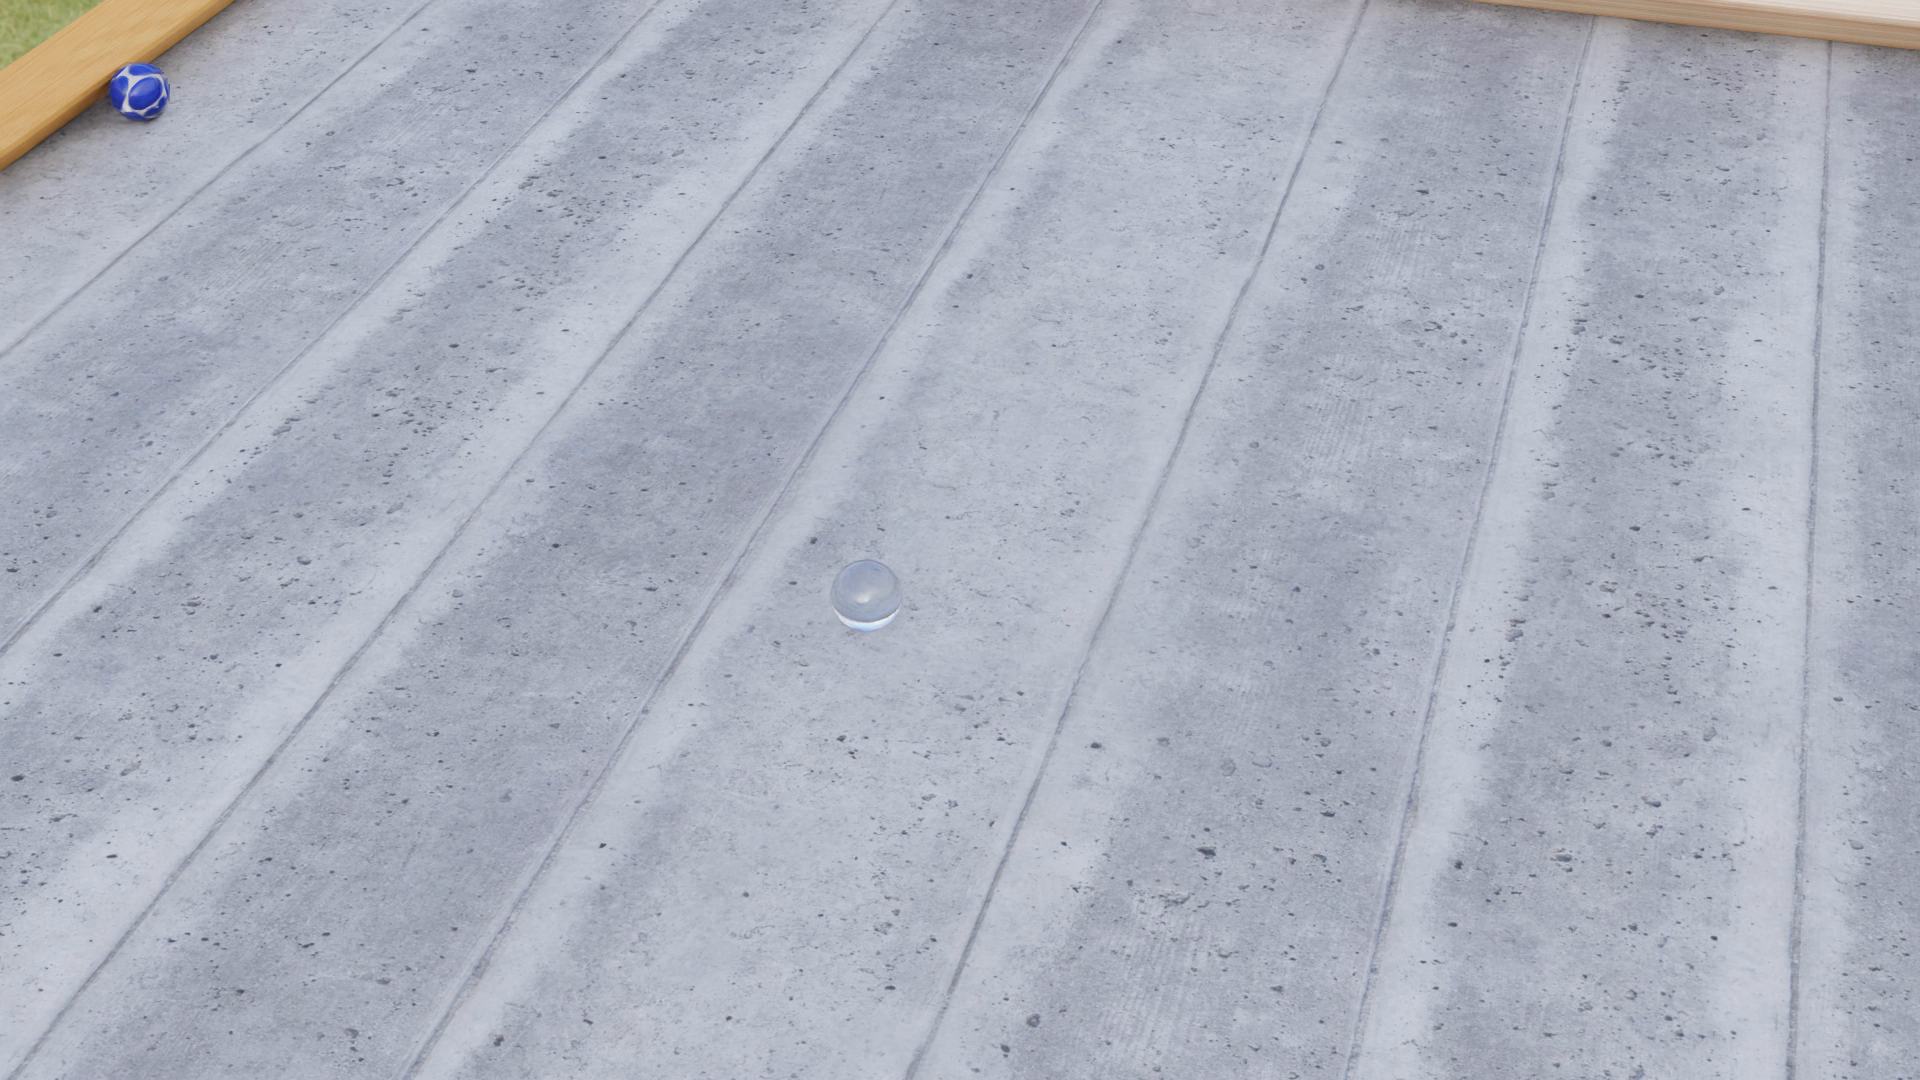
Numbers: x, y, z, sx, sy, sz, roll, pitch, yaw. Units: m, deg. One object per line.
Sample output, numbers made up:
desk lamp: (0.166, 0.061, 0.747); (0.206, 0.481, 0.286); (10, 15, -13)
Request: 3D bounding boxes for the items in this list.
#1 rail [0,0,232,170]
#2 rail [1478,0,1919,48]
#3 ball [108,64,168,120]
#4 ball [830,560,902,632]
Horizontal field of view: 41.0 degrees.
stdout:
rail: (-1.026, -0.183, 2.158); (0.045, 0.090, 2.467); (9, 35, 14)
rail: (1.392, -0.489, 2.610); (4.377, 0.090, 0.045); (9, 35, 14)
ball: (-0.828, -0.452, 2.586); (0.057, 0.057, 0.057); (0, 34, 0)
ball: (-0.068, 0.040, 1.863); (0.052, 0.052, 0.052); (0, 34, 0)
